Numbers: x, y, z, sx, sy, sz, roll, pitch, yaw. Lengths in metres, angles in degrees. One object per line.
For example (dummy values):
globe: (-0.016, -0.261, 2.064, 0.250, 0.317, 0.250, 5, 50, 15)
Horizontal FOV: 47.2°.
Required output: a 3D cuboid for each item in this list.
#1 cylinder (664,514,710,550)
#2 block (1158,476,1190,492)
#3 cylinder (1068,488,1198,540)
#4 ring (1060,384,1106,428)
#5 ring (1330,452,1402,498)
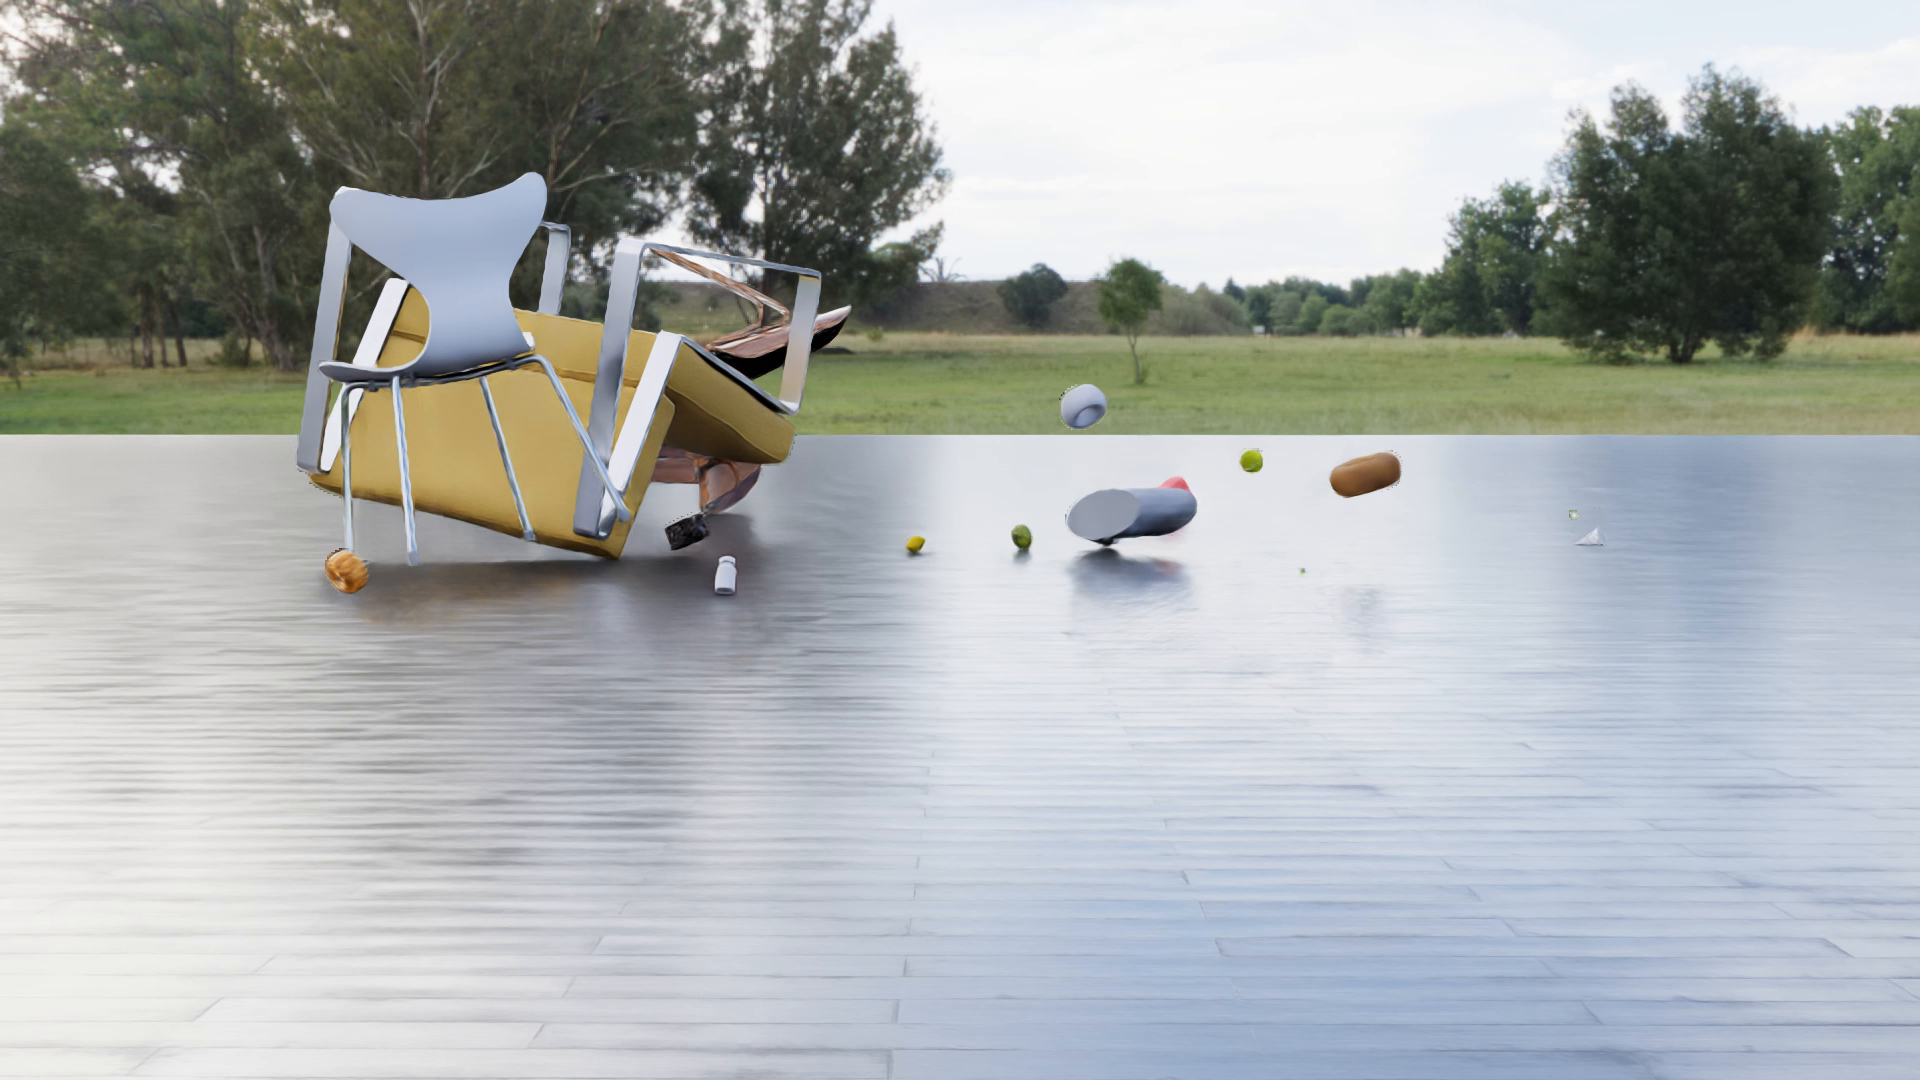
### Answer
cylinder: (-0.735, -0.022, 5.926, 0.116, 0.061, 0.062, -24, -6, 14)
block: (0.753, -0.161, 7.790, 0.099, 0.083, 0.078, -38, 18, -25)
cylinder: (0.480, -0.075, 6.111, 0.250, 0.131, 0.279, -15, -8, 39)
ring: (0.383, -0.415, 6.828, 0.148, 0.080, 0.146, -39, -33, 16)
ring: (1.126, -0.181, 6.108, 0.161, 0.088, 0.249, -24, 5, -28)
